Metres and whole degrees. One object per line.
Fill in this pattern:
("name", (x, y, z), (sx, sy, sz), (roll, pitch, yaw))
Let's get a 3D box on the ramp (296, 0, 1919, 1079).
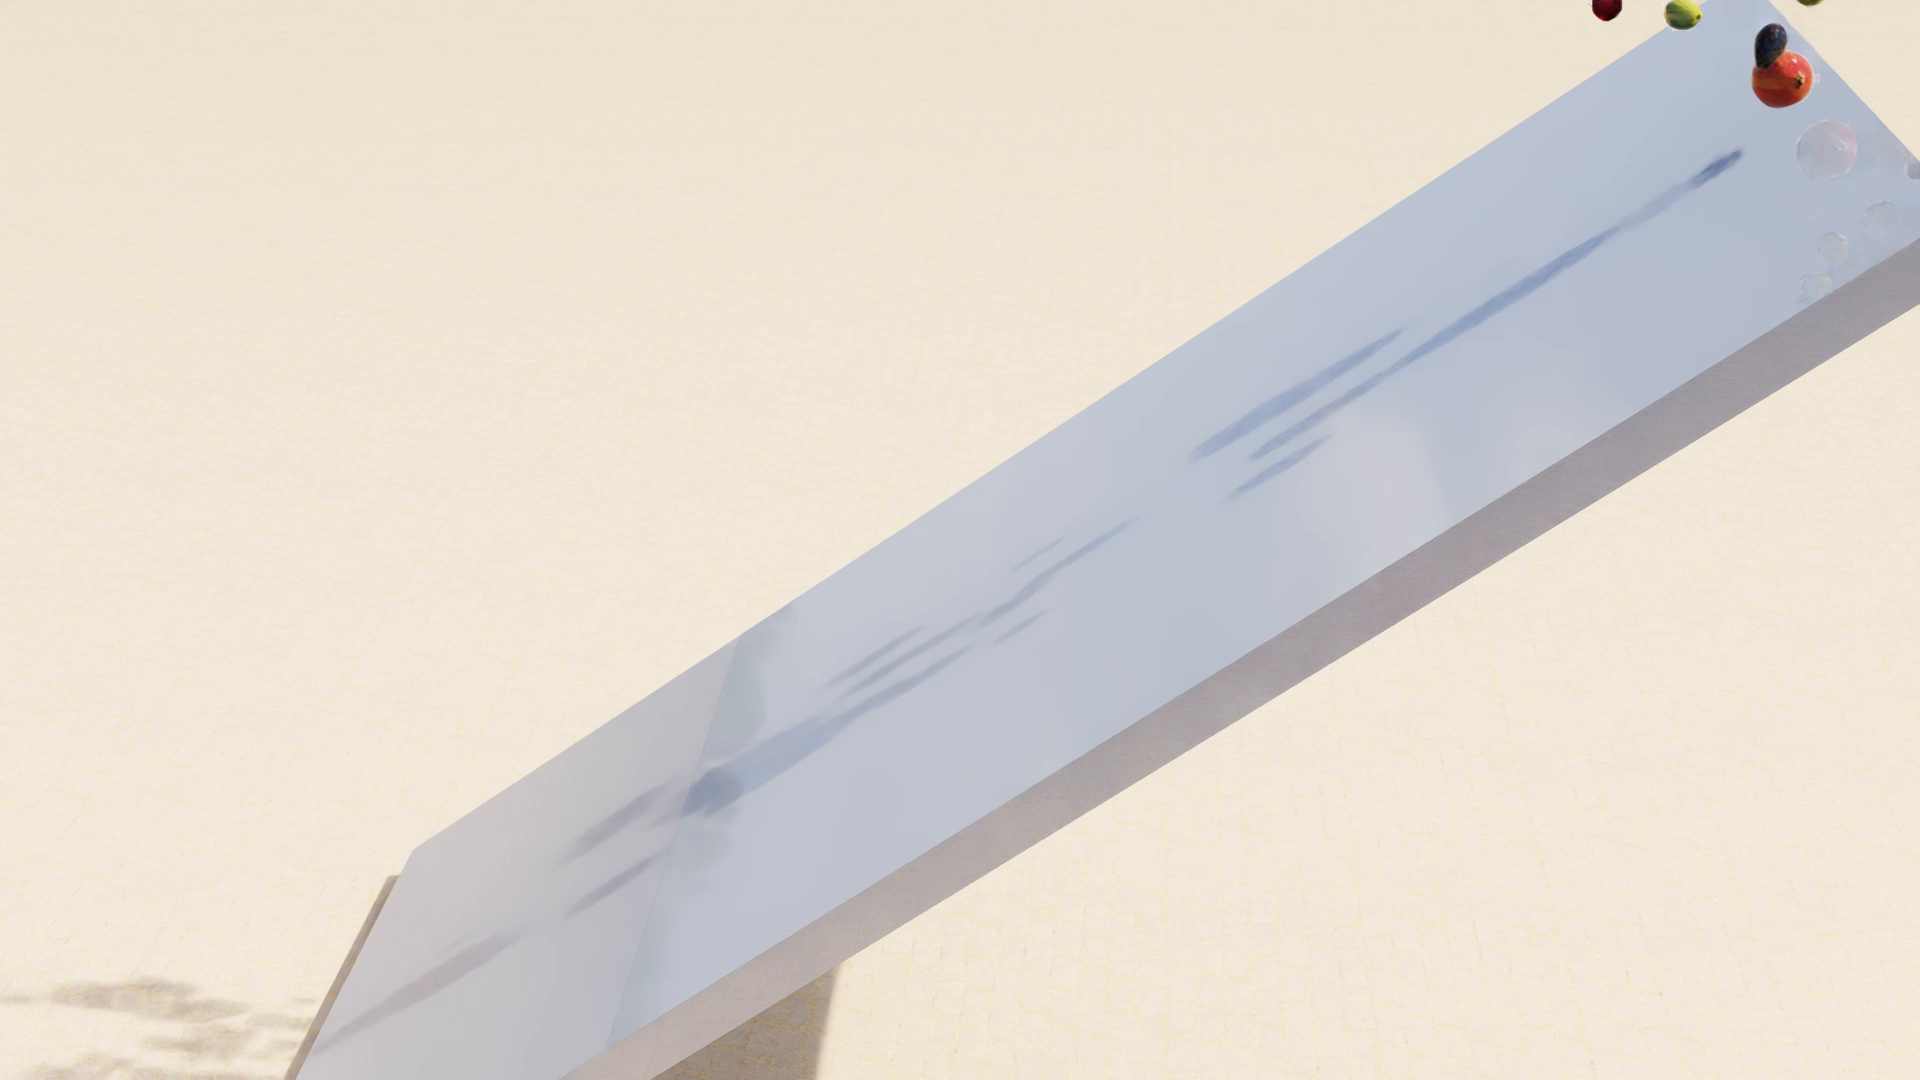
("ramp", (0.133, 0.176, 6.311), (4.000, 0.100, 2.000), (-33, 16, 16))
